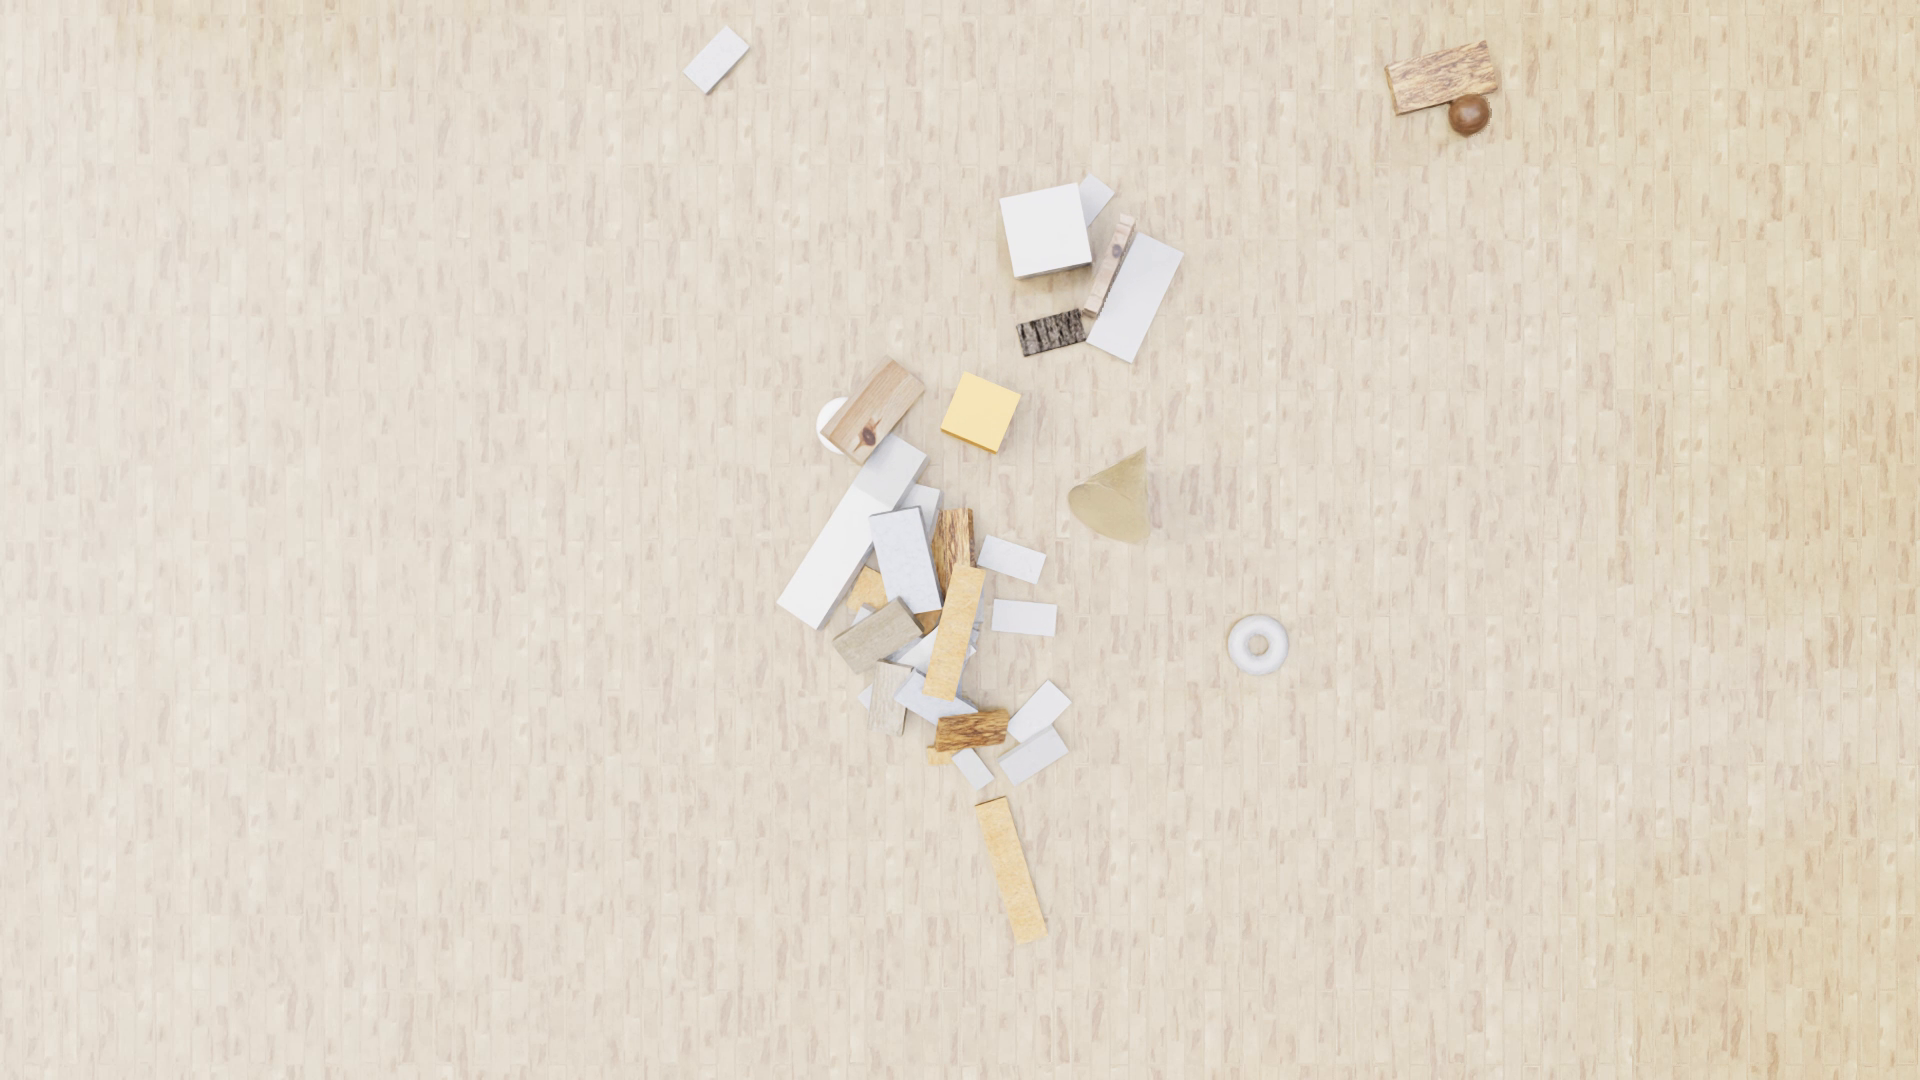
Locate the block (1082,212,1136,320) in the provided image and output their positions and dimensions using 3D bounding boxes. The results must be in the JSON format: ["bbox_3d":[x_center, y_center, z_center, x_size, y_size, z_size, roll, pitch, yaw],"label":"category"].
[{"bbox_3d":[0.488,-0.896,5.415,0.047,0.167,0.335,22,90,2],"label":"block"}]

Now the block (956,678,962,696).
[{"bbox_3d":[-0.027,0.489,5.458,0.063,0.018,0.125,-1,56,0],"label":"block"}]

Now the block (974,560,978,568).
[{"bbox_3d":[0.004,0.060,5.469,0.085,0.024,0.169,-16,77,0],"label":"block"}]

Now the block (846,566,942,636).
[{"bbox_3d":[-0.216,0.217,5.479,0.293,0.042,0.147,27,90,0],"label":"block"}]

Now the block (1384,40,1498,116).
[{"bbox_3d":[1.596,-1.533,5.476,0.335,0.047,0.167,-14,90,0],"label":"block"}]

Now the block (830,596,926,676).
[{"bbox_3d":[-0.270,0.314,5.409,0.283,0.040,0.141,-33,101,20],"label":"block"}]

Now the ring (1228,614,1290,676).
[{"bbox_3d":[0.990,0.348,5.466,0.204,0.068,0.204,0,91,0],"label":"ring"}]

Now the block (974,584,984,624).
[{"bbox_3d":[0.036,0.192,5.457,0.085,0.024,0.169,0,68,1],"label":"block"}]

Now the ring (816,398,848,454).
[{"bbox_3d":[-0.381,-0.379,5.469,0.192,0.064,0.192,0,89,1],"label":"ring"}]

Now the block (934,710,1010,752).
[{"bbox_3d":[0.039,0.626,5.412,0.239,0.034,0.120,-5,124,-22],"label":"block"}]

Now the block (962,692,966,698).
[{"bbox_3d":[-0.015,0.578,5.468,0.074,0.021,0.148,-1,89,0],"label":"block"}]

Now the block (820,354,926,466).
[{"bbox_3d":[-0.287,-0.428,5.424,0.171,0.048,0.342,40,74,-5],"label":"block"}]

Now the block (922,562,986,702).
[{"bbox_3d":[-0.019,0.297,5.313,0.105,0.030,0.434,14,88,-1],"label":"block"}]

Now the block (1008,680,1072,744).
[{"bbox_3d":[0.258,0.579,5.485,0.108,0.031,0.216,43,90,0],"label":"block"}]

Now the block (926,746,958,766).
[{"bbox_3d":[-0.045,0.713,5.481,0.125,0.018,0.063,-3,110,0],"label":"block"}]

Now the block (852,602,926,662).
[{"bbox_3d":[-0.227,0.335,5.452,0.283,0.040,0.141,28,113,-1],"label":"block"}]

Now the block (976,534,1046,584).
[{"bbox_3d":[0.171,0.065,5.485,0.210,0.030,0.105,19,90,0],"label":"block"}]

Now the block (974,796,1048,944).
[{"bbox_3d":[0.171,1.099,5.485,0.108,0.031,0.481,-17,90,0],"label":"block"}]

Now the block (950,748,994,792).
[{"bbox_3d":[0.042,0.754,5.471,0.074,0.021,0.148,-36,105,0],"label":"block"}]

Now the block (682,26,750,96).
[{"bbox_3d":[-0.809,-1.595,5.485,0.107,0.030,0.213,43,90,0],"label":"block"}]

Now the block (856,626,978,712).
[{"bbox_3d":[-0.140,0.435,5.414,0.424,0.040,0.141,-41,89,18],"label":"block"}]

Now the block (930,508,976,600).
[{"bbox_3d":[-0.028,0.048,5.432,0.147,0.042,0.293,-6,82,24],"label":"block"}]

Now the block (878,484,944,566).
[{"bbox_3d":[-0.160,-0.037,5.453,0.147,0.042,0.293,14,90,23],"label":"block"}]

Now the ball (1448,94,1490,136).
[{"bbox_3d":[1.676,-1.401,5.434,0.133,0.133,0.133,0,90,0],"label":"ball"}]

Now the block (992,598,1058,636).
[{"bbox_3d":[0.213,0.258,5.485,0.210,0.030,0.105,6,90,0],"label":"block"}]

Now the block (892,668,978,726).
[{"bbox_3d":[-0.080,0.531,5.382,0.257,0.034,0.120,34,105,-21],"label":"block"}]

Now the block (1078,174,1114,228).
[{"bbox_3d":[0.407,-1.102,5.485,0.107,0.030,0.213,38,90,0],"label":"block"}]

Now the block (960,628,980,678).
[{"bbox_3d":[-0.004,0.358,5.405,0.085,0.024,0.169,24,101,8],"label":"block"}]

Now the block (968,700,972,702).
[{"bbox_3d":[0.000,0.603,5.490,0.074,0.021,0.148,1,90,0],"label":"block"}]

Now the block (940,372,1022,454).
[{"bbox_3d":[0.067,-0.414,5.401,0.198,0.198,0.198,23,90,0],"label":"block"}]

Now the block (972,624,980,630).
[{"bbox_3d":[0.029,0.272,5.448,0.070,0.020,0.140,11,69,5],"label":"block"}]

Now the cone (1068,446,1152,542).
[{"bbox_3d":[0.554,-0.200,5.434,0.296,0.296,0.296,31,63,0],"label":"cone"}]

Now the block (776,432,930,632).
[{"bbox_3d":[-0.351,-0.031,5.448,0.171,0.048,0.677,32,90,20],"label":"block"}]

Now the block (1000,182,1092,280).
[{"bbox_3d":[0.283,-0.997,5.351,0.250,0.250,0.250,-11,95,6],"label":"block"}]

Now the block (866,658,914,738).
[{"bbox_3d":[-0.230,0.518,5.415,0.120,0.034,0.239,11,104,12],"label":"block"}]

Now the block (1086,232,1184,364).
[{"bbox_3d":[0.579,-0.802,5.476,0.167,0.047,0.403,25,90,0],"label":"block"}]

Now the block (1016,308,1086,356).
[{"bbox_3d":[0.303,-0.689,5.485,0.213,0.030,0.107,-15,90,0],"label":"block"}]

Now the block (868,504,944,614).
[{"bbox_3d":[-0.175,0.070,5.372,0.171,0.048,0.342,-11,101,13],"label":"block"}]

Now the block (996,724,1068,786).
[{"bbox_3d":[0.241,0.714,5.464,0.216,0.031,0.108,-32,114,0],"label":"block"}]
